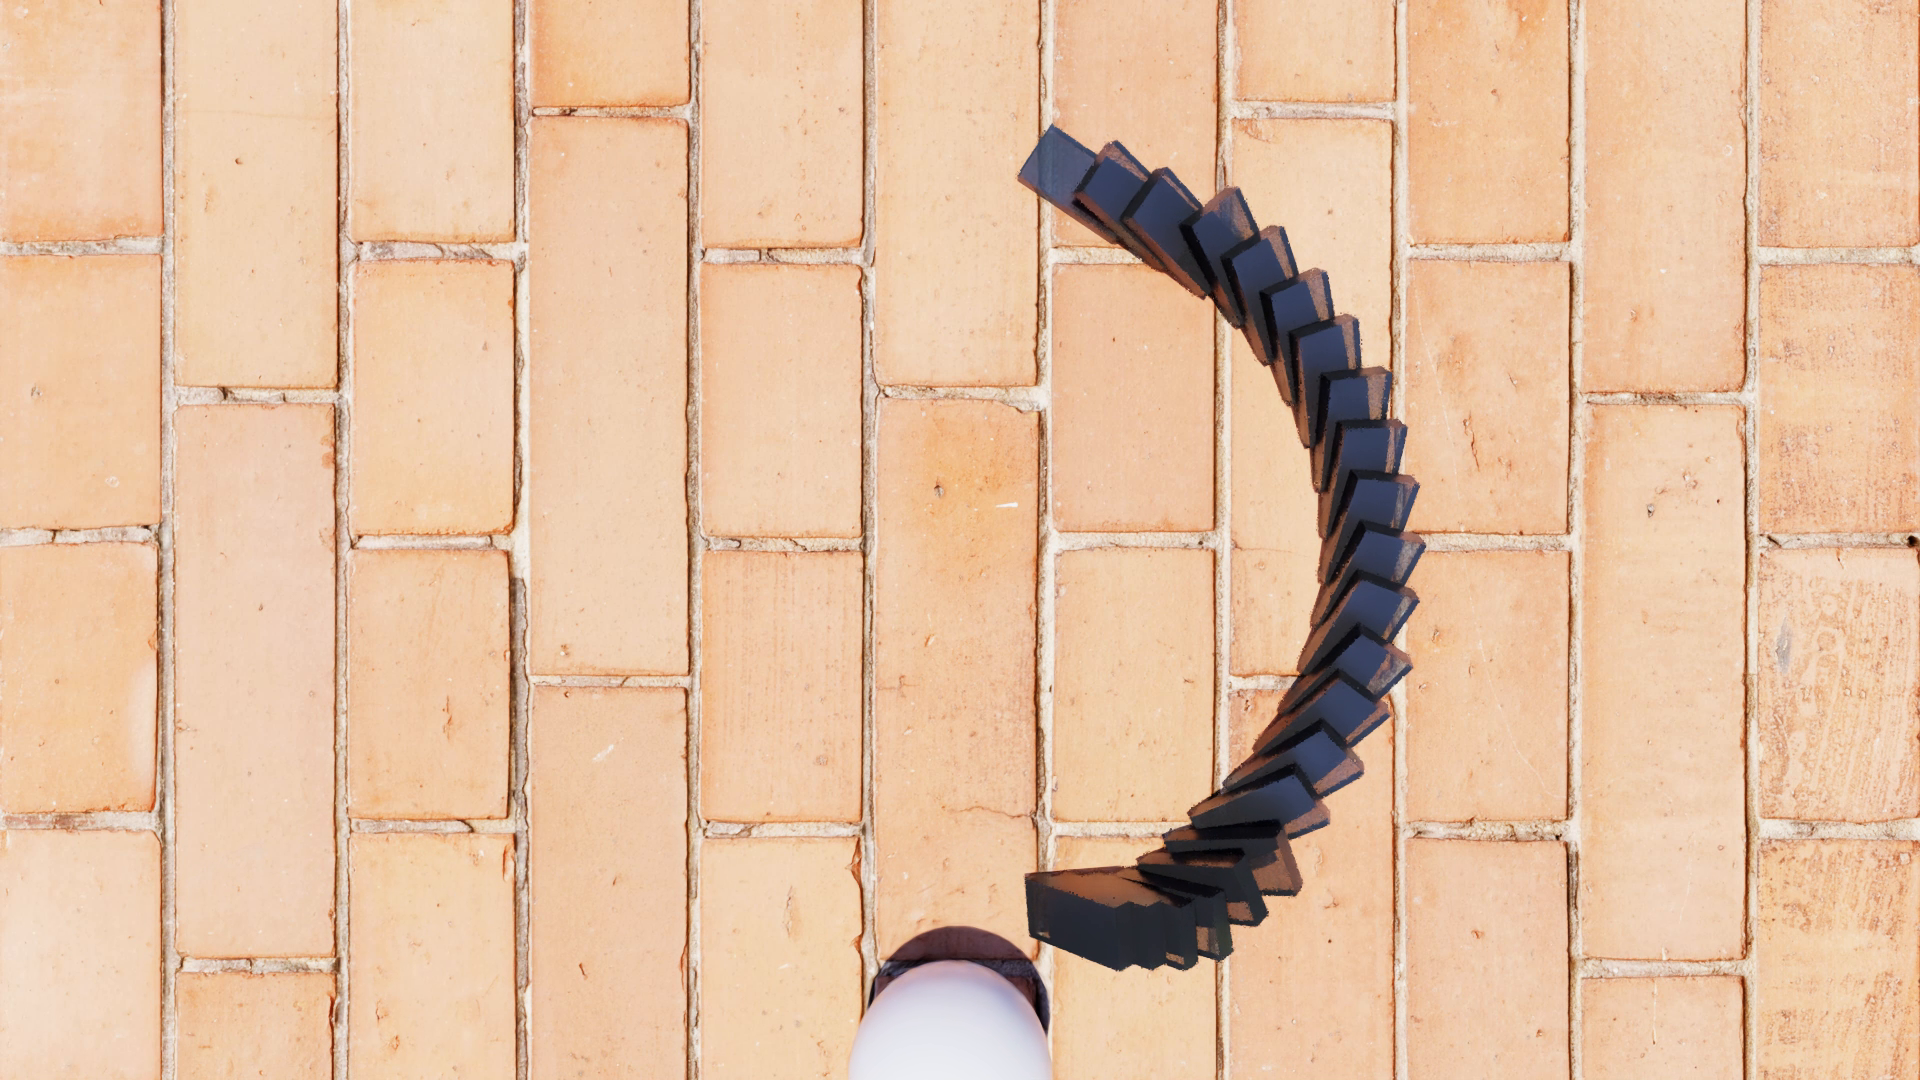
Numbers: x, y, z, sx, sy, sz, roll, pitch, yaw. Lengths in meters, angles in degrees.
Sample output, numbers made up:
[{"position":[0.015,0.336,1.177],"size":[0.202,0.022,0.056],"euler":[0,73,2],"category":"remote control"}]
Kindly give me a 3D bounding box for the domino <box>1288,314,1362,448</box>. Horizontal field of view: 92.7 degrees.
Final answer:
[{"position":[0.154,-0.066,0.384],"size":[0.025,0.010,0.050],"euler":[-18,119,0],"category":"domino"}]

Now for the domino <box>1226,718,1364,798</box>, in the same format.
[{"position":[0.140,0.099,0.384],"size":[0.025,0.009,0.050],"euler":[47,118,0],"category":"domino"}]

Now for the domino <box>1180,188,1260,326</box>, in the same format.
[{"position":[0.115,-0.118,0.384],"size":[0.025,0.009,0.050],"euler":[-39,118,-1],"category":"domino"}]

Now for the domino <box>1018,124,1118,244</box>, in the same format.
[{"position":[0.053,-0.153,0.395],"size":[0.050,0.009,0.025],"euler":[34,90,0],"category":"domino"}]

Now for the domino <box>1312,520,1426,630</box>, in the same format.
[{"position":[0.170,0.018,0.384],"size":[0.025,0.010,0.050],"euler":[15,119,0],"category":"domino"}]

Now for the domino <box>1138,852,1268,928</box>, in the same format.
[{"position":[0.099,0.143,0.378],"size":[0.009,0.050,0.025],"euler":[-22,90,-40],"category":"domino"}]

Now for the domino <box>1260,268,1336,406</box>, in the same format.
[{"position":[0.144,-0.085,0.384],"size":[0.025,0.009,0.050],"euler":[-23,118,0],"category":"domino"}]

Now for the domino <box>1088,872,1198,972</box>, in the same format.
[{"position":[0.074,0.156,0.378],"size":[0.010,0.050,0.025],"euler":[-4,91,-41],"category":"domino"}]

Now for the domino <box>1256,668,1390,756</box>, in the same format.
[{"position":[0.151,0.079,0.384],"size":[0.025,0.010,0.050],"euler":[37,118,0],"category":"domino"}]

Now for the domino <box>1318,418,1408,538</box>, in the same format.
[{"position":[0.168,-0.025,0.384],"size":[0.025,0.010,0.050],"euler":[-2,119,0],"category":"domino"}]

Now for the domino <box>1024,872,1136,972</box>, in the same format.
[{"position":[0.048,0.156,0.378],"size":[0.009,0.050,0.025],"euler":[-4,90,-41],"category":"domino"}]

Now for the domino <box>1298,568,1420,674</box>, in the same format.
[{"position":[0.166,0.039,0.384],"size":[0.025,0.009,0.050],"euler":[20,119,0],"category":"domino"}]

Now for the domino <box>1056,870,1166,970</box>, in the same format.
[{"position":[0.061,0.156,0.378],"size":[0.010,0.050,0.025],"euler":[-4,90,-41],"category":"domino"}]

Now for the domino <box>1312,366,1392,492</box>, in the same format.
[{"position":[0.164,-0.046,0.384],"size":[0.025,0.010,0.050],"euler":[-7,118,0],"category":"domino"}]

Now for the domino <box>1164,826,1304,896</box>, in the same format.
[{"position":[0.113,0.133,0.380],"size":[0.050,0.010,0.025],"euler":[-18,93,40],"category":"domino"}]

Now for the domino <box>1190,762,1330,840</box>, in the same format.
[{"position":[0.125,0.115,0.384],"size":[0.050,0.010,0.025],"euler":[-35,90,28],"category":"domino"}]

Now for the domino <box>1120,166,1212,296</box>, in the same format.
[{"position":[0.093,-0.129,0.385],"size":[0.050,0.010,0.025],"euler":[35,90,-26],"category":"domino"}]

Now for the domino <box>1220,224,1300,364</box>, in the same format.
[{"position":[0.130,-0.102,0.384],"size":[0.025,0.010,0.050],"euler":[-32,118,0],"category":"domino"}]

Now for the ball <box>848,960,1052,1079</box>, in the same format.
[{"position":[-0.004,0.209,0.360],"size":[0.080,0.080,0.080],"euler":[0,90,0],"category":"ball"}]

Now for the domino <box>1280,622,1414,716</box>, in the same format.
[{"position":[0.161,0.061,0.384],"size":[0.025,0.010,0.050],"euler":[33,118,0],"category":"domino"}]

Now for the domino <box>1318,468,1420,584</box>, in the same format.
[{"position":[0.170,-0.004,0.384],"size":[0.025,0.009,0.050],"euler":[6,119,0],"category":"domino"}]

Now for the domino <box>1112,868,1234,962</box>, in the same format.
[{"position":[0.087,0.153,0.378],"size":[0.009,0.050,0.025],"euler":[-9,90,-40],"category":"domino"}]

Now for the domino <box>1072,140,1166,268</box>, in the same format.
[{"position":[0.074,-0.140,0.385],"size":[0.050,0.009,0.025],"euler":[33,90,-25],"category":"domino"}]
